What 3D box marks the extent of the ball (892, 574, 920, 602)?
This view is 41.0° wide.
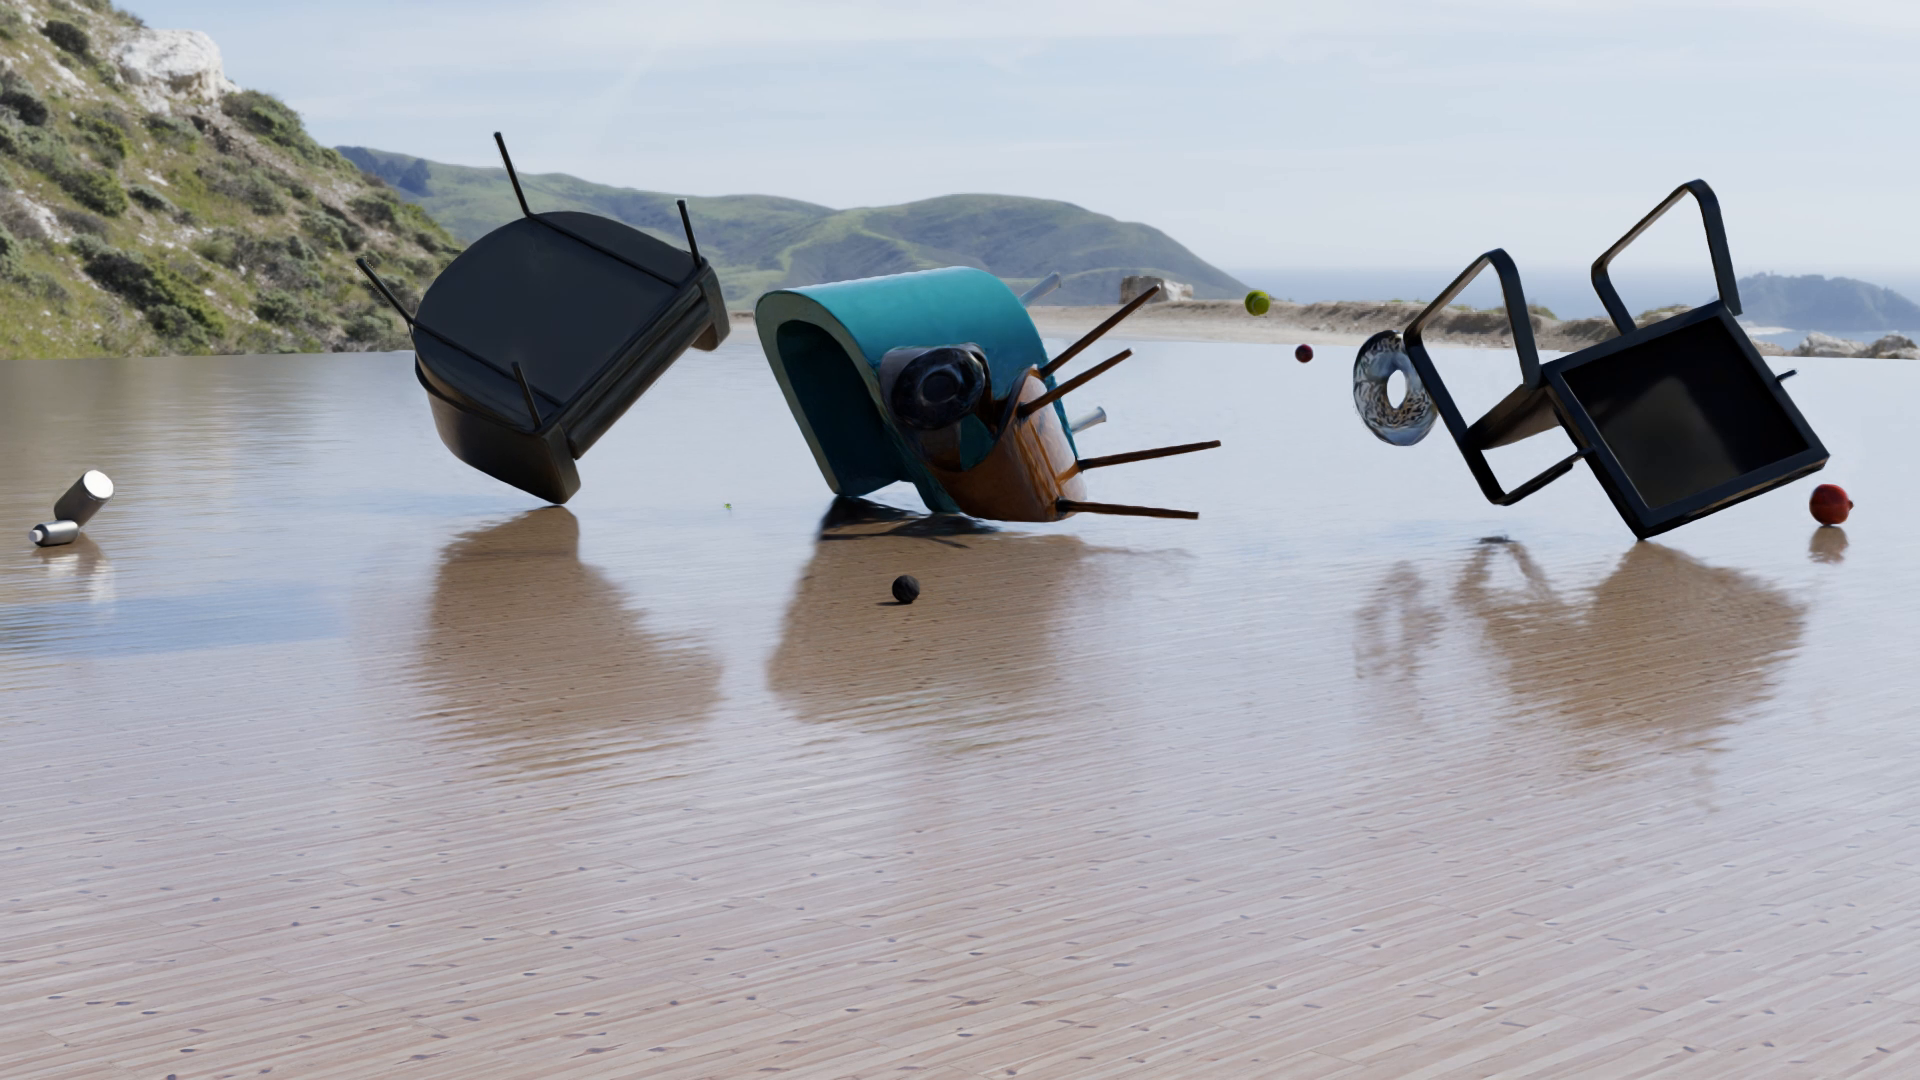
[{"bbox_3d":[-0.109,0.099,5.177,0.057,0.057,0.057,0,6,0],"label":"ball"}]

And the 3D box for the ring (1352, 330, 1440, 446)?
[{"bbox_3d":[1.237,-0.428,7.265,0.262,0.375,0.104,-37,33,-13],"label":"ring"}]

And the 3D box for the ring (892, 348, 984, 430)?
[{"bbox_3d":[-0.056,-0.386,6.557,0.276,0.201,0.043,-39,-7,-23],"label":"ring"}]
